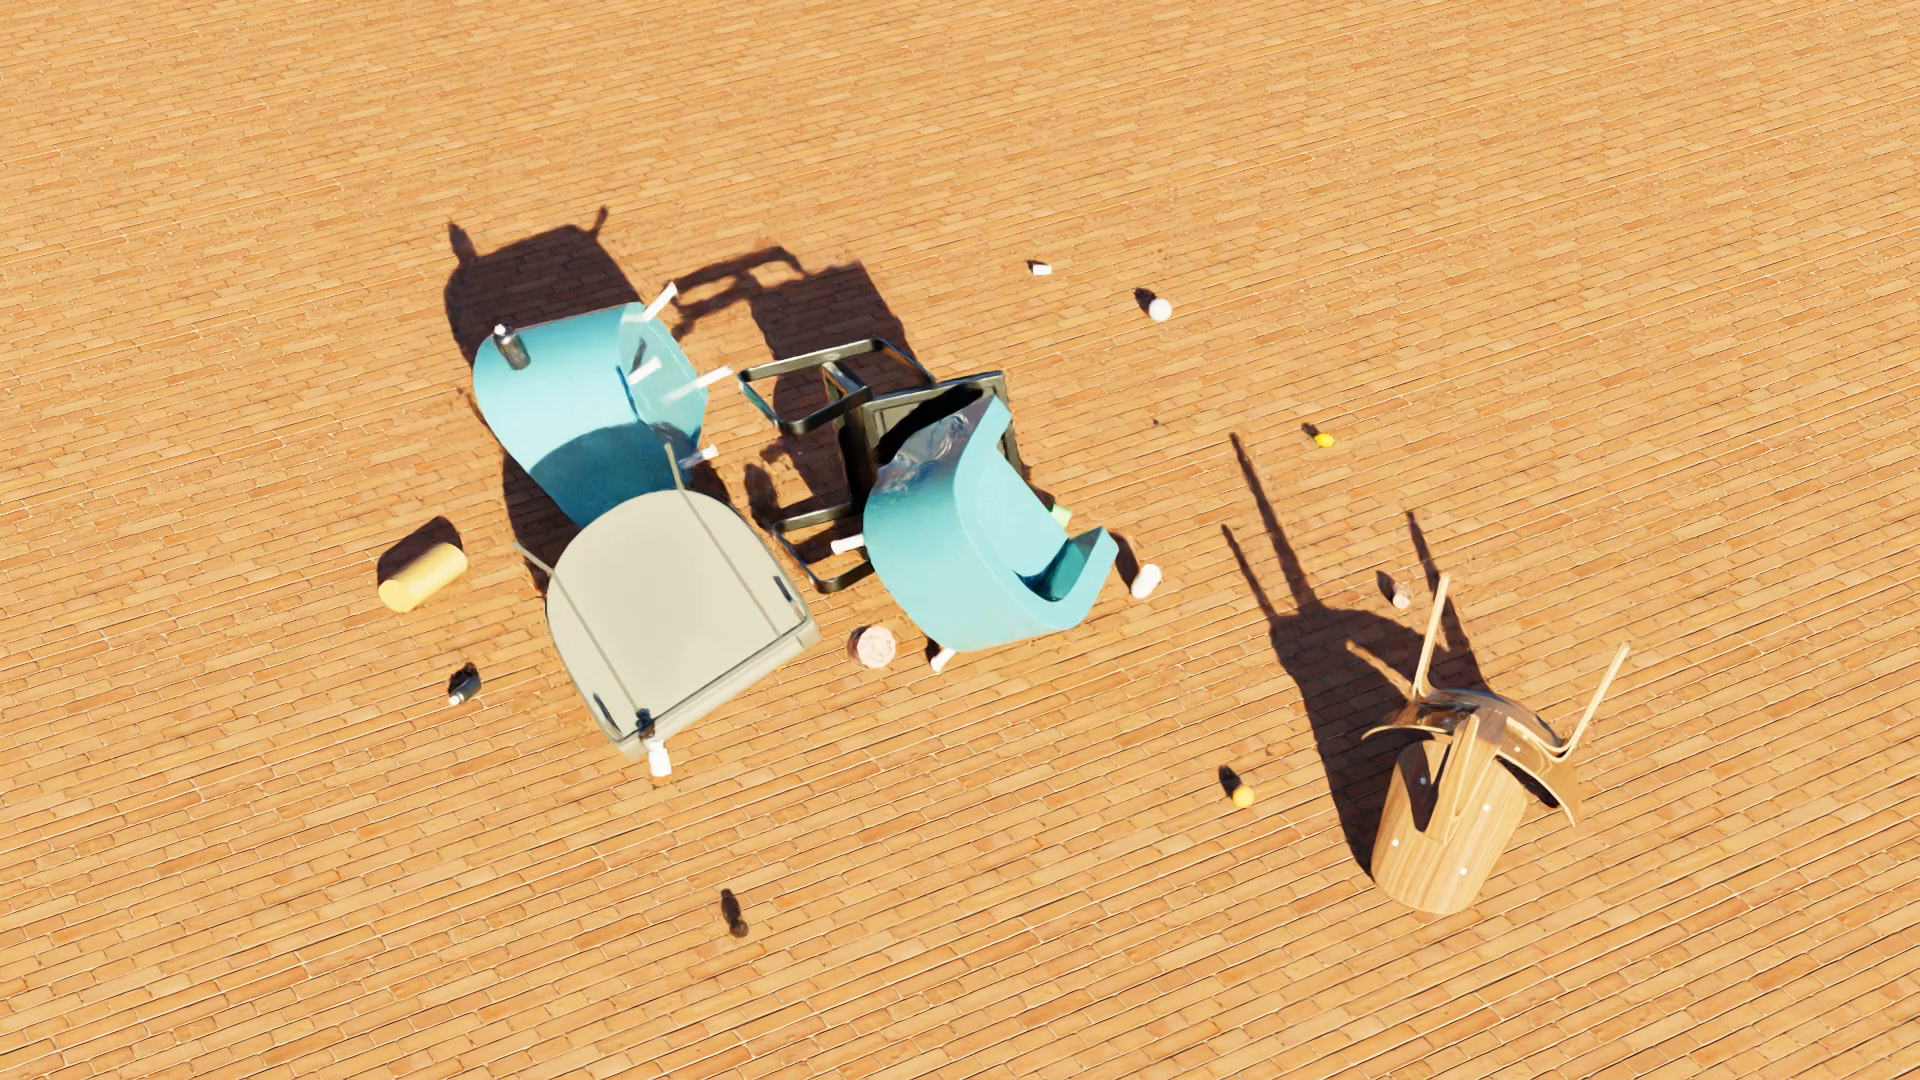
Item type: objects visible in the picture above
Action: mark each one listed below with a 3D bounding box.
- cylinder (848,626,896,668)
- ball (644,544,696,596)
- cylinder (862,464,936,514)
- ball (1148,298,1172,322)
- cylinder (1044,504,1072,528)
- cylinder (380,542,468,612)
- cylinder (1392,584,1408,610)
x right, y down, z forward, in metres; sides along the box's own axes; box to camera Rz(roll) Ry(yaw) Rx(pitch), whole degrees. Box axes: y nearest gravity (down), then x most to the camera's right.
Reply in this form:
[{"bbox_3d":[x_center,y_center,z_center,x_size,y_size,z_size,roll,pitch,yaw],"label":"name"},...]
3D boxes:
[{"bbox_3d":[-0.282,0.338,9.266,0.120,0.131,0.164,7,-2,-14],"label":"cylinder"},{"bbox_3d":[-1.022,0.103,10.337,0.182,0.182,0.182,0,33,0],"label":"ball"},{"bbox_3d":[-0.232,-0.196,11.139,0.256,0.113,0.116,-22,55,-30],"label":"cylinder"},{"bbox_3d":[0.840,-0.968,12.324,0.099,0.099,0.099,0,33,0],"label":"ball"},{"bbox_3d":[0.364,-0.089,10.978,0.073,0.096,0.070,20,62,-13],"label":"cylinder"},{"bbox_3d":[-1.942,0.136,10.611,0.173,0.133,0.290,-3,26,39],"label":"cylinder"},{"bbox_3d":[1.587,0.202,10.580,0.051,0.068,0.077,-34,26,22],"label":"cylinder"}]
